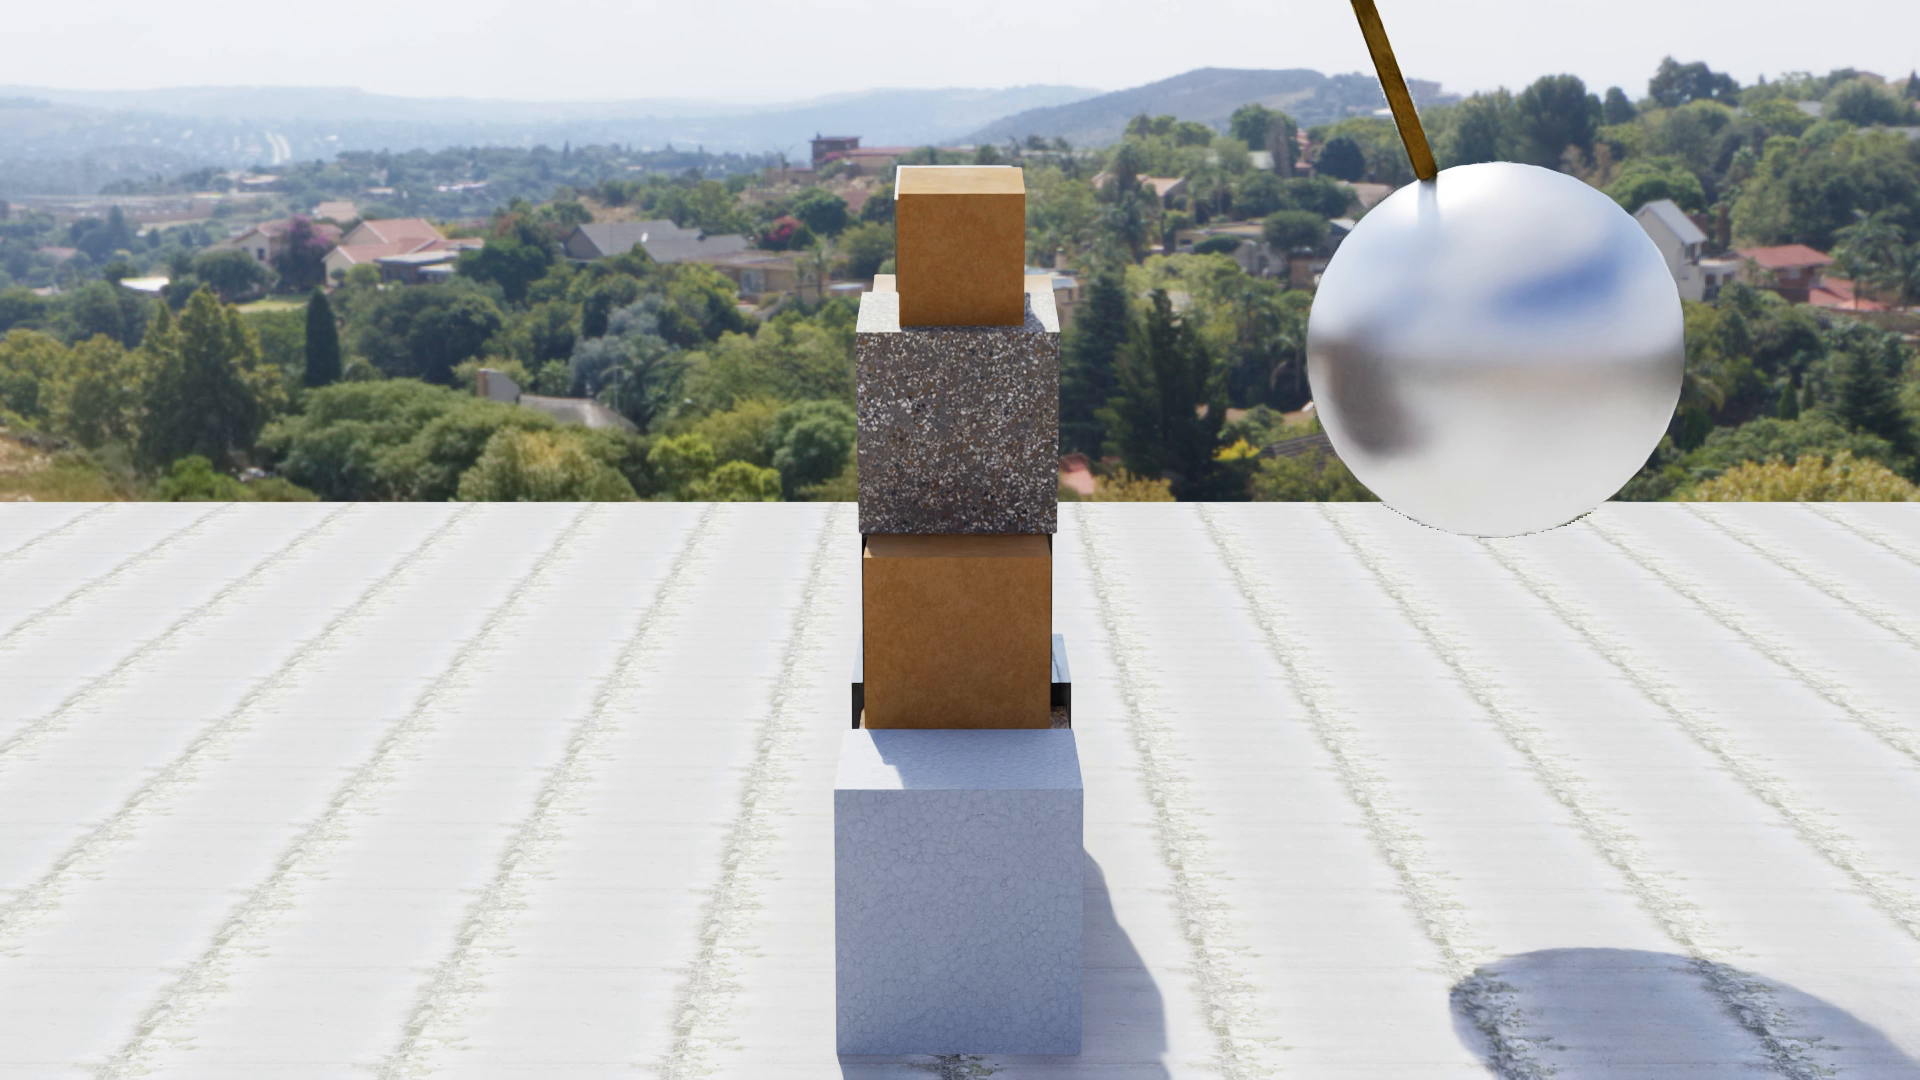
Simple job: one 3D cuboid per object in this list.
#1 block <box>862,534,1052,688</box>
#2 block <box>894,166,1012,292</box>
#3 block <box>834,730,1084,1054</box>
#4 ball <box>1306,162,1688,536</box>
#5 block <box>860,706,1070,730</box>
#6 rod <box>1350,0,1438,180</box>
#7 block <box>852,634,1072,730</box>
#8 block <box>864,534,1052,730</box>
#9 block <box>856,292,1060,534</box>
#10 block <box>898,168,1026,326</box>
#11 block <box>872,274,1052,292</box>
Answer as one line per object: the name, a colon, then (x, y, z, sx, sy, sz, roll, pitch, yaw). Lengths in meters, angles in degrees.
block: (-0.012, 0.172, 11.227, 0.800, 0.764, 0.901, 0, 10, 0)
block: (-0.024, -1.278, 11.135, 0.502, 0.565, 0.579, 0, 22, 0)
block: (-0.004, 1.300, 9.638, 0.890, 0.994, 0.849, 0, 10, 0)
ball: (2.295, -0.817, 11.032, 1.600, 1.600, 1.600, 0, 10, 0)
block: (0.018, 1.210, 10.561, 0.867, 0.840, 0.980, 0, 10, 0)
rod: (0.994, -3.908, 10.470, 0.080, 5.200, 0.080, -22, 10, 4)
block: (0.006, 0.985, 11.520, 0.941, 0.941, 0.968, 0, 10, 0)
block: (-0.010, 0.398, 10.384, 0.725, 0.822, 0.818, 0, 10, 0)
block: (-0.009, -0.536, 10.628, 0.808, 0.839, 0.712, 0, 18, 0)
block: (0.006, -1.199, 10.444, 0.500, 0.535, 0.585, 0, 18, 0)
block: (0.012, -0.720, 11.509, 0.804, 0.750, 0.767, 0, 22, 0)
